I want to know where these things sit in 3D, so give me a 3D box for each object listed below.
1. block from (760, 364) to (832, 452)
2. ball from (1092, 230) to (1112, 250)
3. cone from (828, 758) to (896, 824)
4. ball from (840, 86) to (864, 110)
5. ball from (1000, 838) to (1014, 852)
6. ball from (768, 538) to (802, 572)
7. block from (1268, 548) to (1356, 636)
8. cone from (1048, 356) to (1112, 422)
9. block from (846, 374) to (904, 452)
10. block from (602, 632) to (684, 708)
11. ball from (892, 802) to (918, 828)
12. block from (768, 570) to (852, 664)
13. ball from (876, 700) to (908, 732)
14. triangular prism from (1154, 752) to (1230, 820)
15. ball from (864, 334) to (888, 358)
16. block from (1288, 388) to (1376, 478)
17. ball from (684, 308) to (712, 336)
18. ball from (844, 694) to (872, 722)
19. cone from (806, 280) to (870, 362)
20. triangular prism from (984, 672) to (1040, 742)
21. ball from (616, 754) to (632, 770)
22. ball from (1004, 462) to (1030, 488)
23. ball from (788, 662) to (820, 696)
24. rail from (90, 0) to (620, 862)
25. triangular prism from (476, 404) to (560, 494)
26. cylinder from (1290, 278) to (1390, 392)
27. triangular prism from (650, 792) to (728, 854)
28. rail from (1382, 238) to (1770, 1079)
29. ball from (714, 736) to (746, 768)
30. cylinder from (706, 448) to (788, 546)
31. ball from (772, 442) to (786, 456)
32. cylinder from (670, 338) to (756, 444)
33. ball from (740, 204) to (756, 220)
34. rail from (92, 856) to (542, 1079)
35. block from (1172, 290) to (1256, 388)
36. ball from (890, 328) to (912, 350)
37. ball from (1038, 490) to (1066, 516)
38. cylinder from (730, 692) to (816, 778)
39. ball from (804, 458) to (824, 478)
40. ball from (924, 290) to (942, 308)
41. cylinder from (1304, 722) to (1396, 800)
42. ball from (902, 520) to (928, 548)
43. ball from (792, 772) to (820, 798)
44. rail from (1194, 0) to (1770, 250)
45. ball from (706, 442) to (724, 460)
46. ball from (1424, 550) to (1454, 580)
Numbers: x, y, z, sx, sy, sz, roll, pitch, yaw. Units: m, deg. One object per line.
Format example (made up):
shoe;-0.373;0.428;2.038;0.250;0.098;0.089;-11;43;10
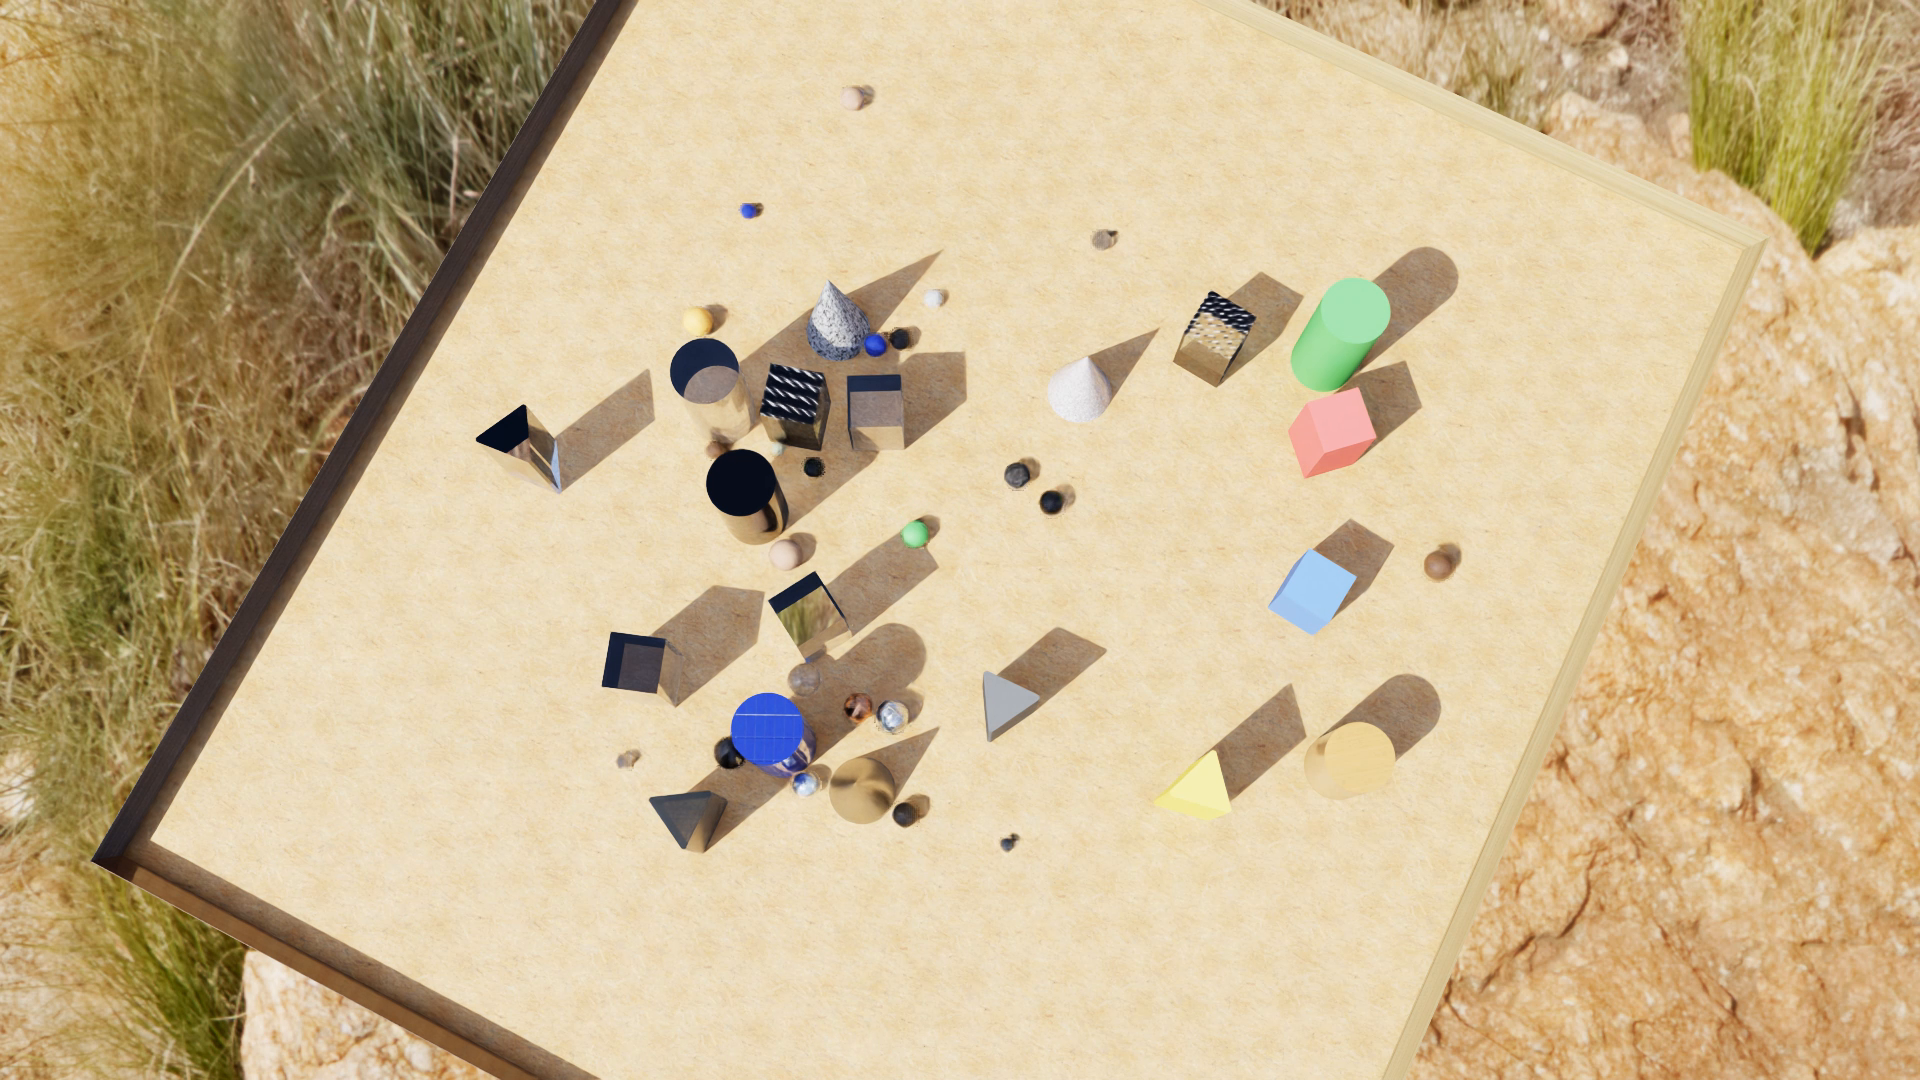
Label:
block;-0.495;-0.397;5.538;0.160;0.314;0.160;11;79;2
ball;0.446;-0.944;5.780;0.063;0.063;0.063;0;78;0
cone;-0.291;0.712;5.296;0.200;0.340;0.200;0;78;0
ball;-0.344;-1.414;5.870;0.076;0.076;0.076;0;78;0
ball;0.139;0.900;5.409;0.043;0.043;0.043;0;78;0
ball;-0.531;0.046;5.557;0.098;0.098;0.098;0;78;0
block;1.044;0.157;5.453;0.160;0.257;0.160;32;80;6
cone;0.372;-0.499;5.531;0.200;0.371;0.200;0;78;0
block;-0.254;-0.383;5.554;0.160;0.278;0.160;-1;78;0
block;-0.924;0.383;5.360;0.160;0.347;0.160;7;78;2
ball;-0.161;0.811;5.409;0.077;0.077;0.077;0;78;0
block;-0.436;0.233;5.376;0.160;0.378;0.160;-32;80;-6
ball;-0.202;0.524;5.458;0.097;0.097;0.097;0;78;0
triangular prism;0.681;0.695;5.257;0.173;0.423;0.150;16;79;3
ball;-0.263;-0.605;5.706;0.071;0.071;0.071;0;78;0
block;1.116;-0.319;5.518;0.160;0.322;0.160;-17;79;-3
ball;-0.815;-0.680;5.712;0.089;0.089;0.089;0;78;0
ball;-0.305;0.502;5.469;0.086;0.086;0.086;0;78;0
cone;-0.382;-0.705;5.519;0.200;0.477;0.200;0;78;0
triangular prism;0.114;0.466;5.360;0.173;0.314;0.150;-34;80;-7
ball;-1.000;0.660;5.456;0.048;0.048;0.048;0;78;0
ball;0.175;-0.198;5.617;0.079;0.079;0.079;0;78;0
ball;-0.466;0.418;5.479;0.100;0.100;0.100;0;78;0
rail;-1.608;-0.780;5.711;0.045;0.130;3.955;26;80;5
triangular prism;-1.283;-0.283;5.468;0.173;0.405;0.150;22;79;4
cylinder;1.134;-0.609;5.493;0.200;0.490;0.200;0;78;0
triangular prism;-0.753;0.781;5.266;0.150;0.370;0.173;-35;80;-7
rail;1.608;0.794;5.385;0.045;0.130;3.955;26;80;5
ball;-0.682;0.629;5.436;0.099;0.099;0.099;0;78;0
cylinder;-0.626;-0.123;5.434;0.200;0.408;0.200;0;78;0
ball;-0.561;-0.281;5.653;0.043;0.043;0.043;0;78;0
cylinder;-0.733;-0.440;5.478;0.200;0.450;0.200;0;78;0
ball;-0.670;-1.040;5.807;0.050;0.050;0.050;0;78;0
rail;-0.874;1.718;5.194;3.643;0.130;0.045;26;80;5
block;0.775;-0.611;5.595;0.160;0.289;0.160;32;80;6
ball;-0.184;-0.625;5.712;0.067;0.067;0.067;0;78;0
ball;0.281;-0.114;5.599;0.081;0.081;0.081;0;78;0
cylinder;-0.529;0.565;5.259;0.200;0.472;0.200;0;78;0
ball;-0.450;-0.222;5.632;0.060;0.060;0.060;0;78;0
ball;-0.085;-0.754;5.744;0.057;0.057;0.057;0;78;0
cylinder;1.127;0.645;5.321;0.200;0.317;0.200;0;78;0
ball;-0.135;-0.019;5.579;0.080;0.080;0.080;0;78;0
ball;-0.457;0.727;5.426;0.080;0.080;0.080;0;78;0
rail;0.874;-1.704;5.902;3.643;0.130;0.045;26;80;5
ball;-0.755;-0.276;5.646;0.055;0.055;0.055;0;78;0
ball;1.451;0.076;5.554;0.092;0.092;0.092;0;78;0
